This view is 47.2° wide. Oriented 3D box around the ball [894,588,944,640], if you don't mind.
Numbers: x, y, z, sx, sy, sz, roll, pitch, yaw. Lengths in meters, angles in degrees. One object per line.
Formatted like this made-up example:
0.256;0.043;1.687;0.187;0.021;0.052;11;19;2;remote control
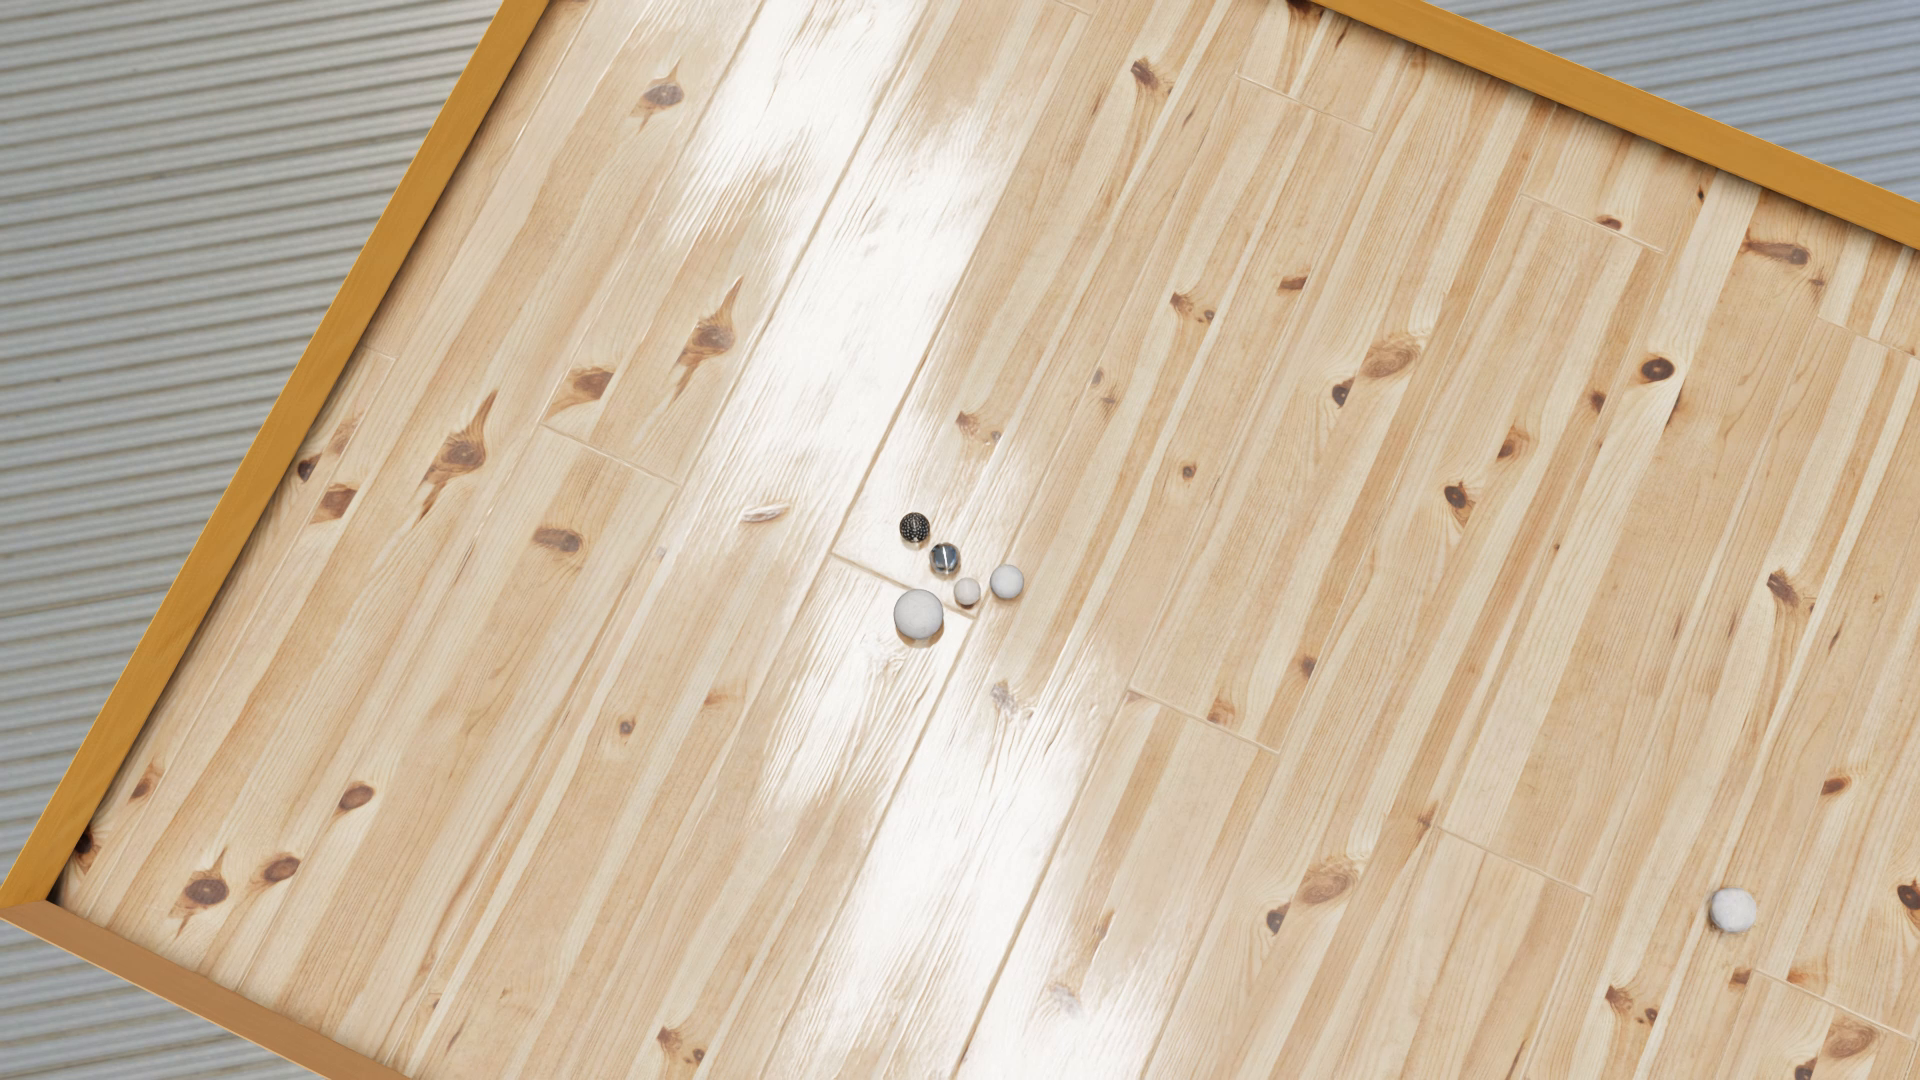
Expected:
-0.062;0.112;3.309;0.076;0.076;0.076;0;75;0;ball

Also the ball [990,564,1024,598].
0.071;0.063;3.334;0.053;0.053;0.053;0;75;0;ball

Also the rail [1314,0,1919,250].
1.379;-0.535;3.465;4.096;0.099;0.045;24;77;6;rail

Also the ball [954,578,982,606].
0.011;0.077;3.336;0.042;0.042;0.042;0;75;0;ball

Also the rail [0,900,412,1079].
0.481;1.352;2.973;4.096;0.099;0.045;24;77;6;rail

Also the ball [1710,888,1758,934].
1.127;0.539;3.204;0.066;0.066;0.066;0;75;0;ball

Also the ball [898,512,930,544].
-0.069;-0.019;3.358;0.048;0.048;0.048;0;75;0;ball

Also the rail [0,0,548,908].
-0.908;-0.411;3.433;0.045;0.099;2.194;24;77;6;rail

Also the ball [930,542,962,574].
-0.023;0.027;3.346;0.049;0.049;0.049;0;75;0;ball
